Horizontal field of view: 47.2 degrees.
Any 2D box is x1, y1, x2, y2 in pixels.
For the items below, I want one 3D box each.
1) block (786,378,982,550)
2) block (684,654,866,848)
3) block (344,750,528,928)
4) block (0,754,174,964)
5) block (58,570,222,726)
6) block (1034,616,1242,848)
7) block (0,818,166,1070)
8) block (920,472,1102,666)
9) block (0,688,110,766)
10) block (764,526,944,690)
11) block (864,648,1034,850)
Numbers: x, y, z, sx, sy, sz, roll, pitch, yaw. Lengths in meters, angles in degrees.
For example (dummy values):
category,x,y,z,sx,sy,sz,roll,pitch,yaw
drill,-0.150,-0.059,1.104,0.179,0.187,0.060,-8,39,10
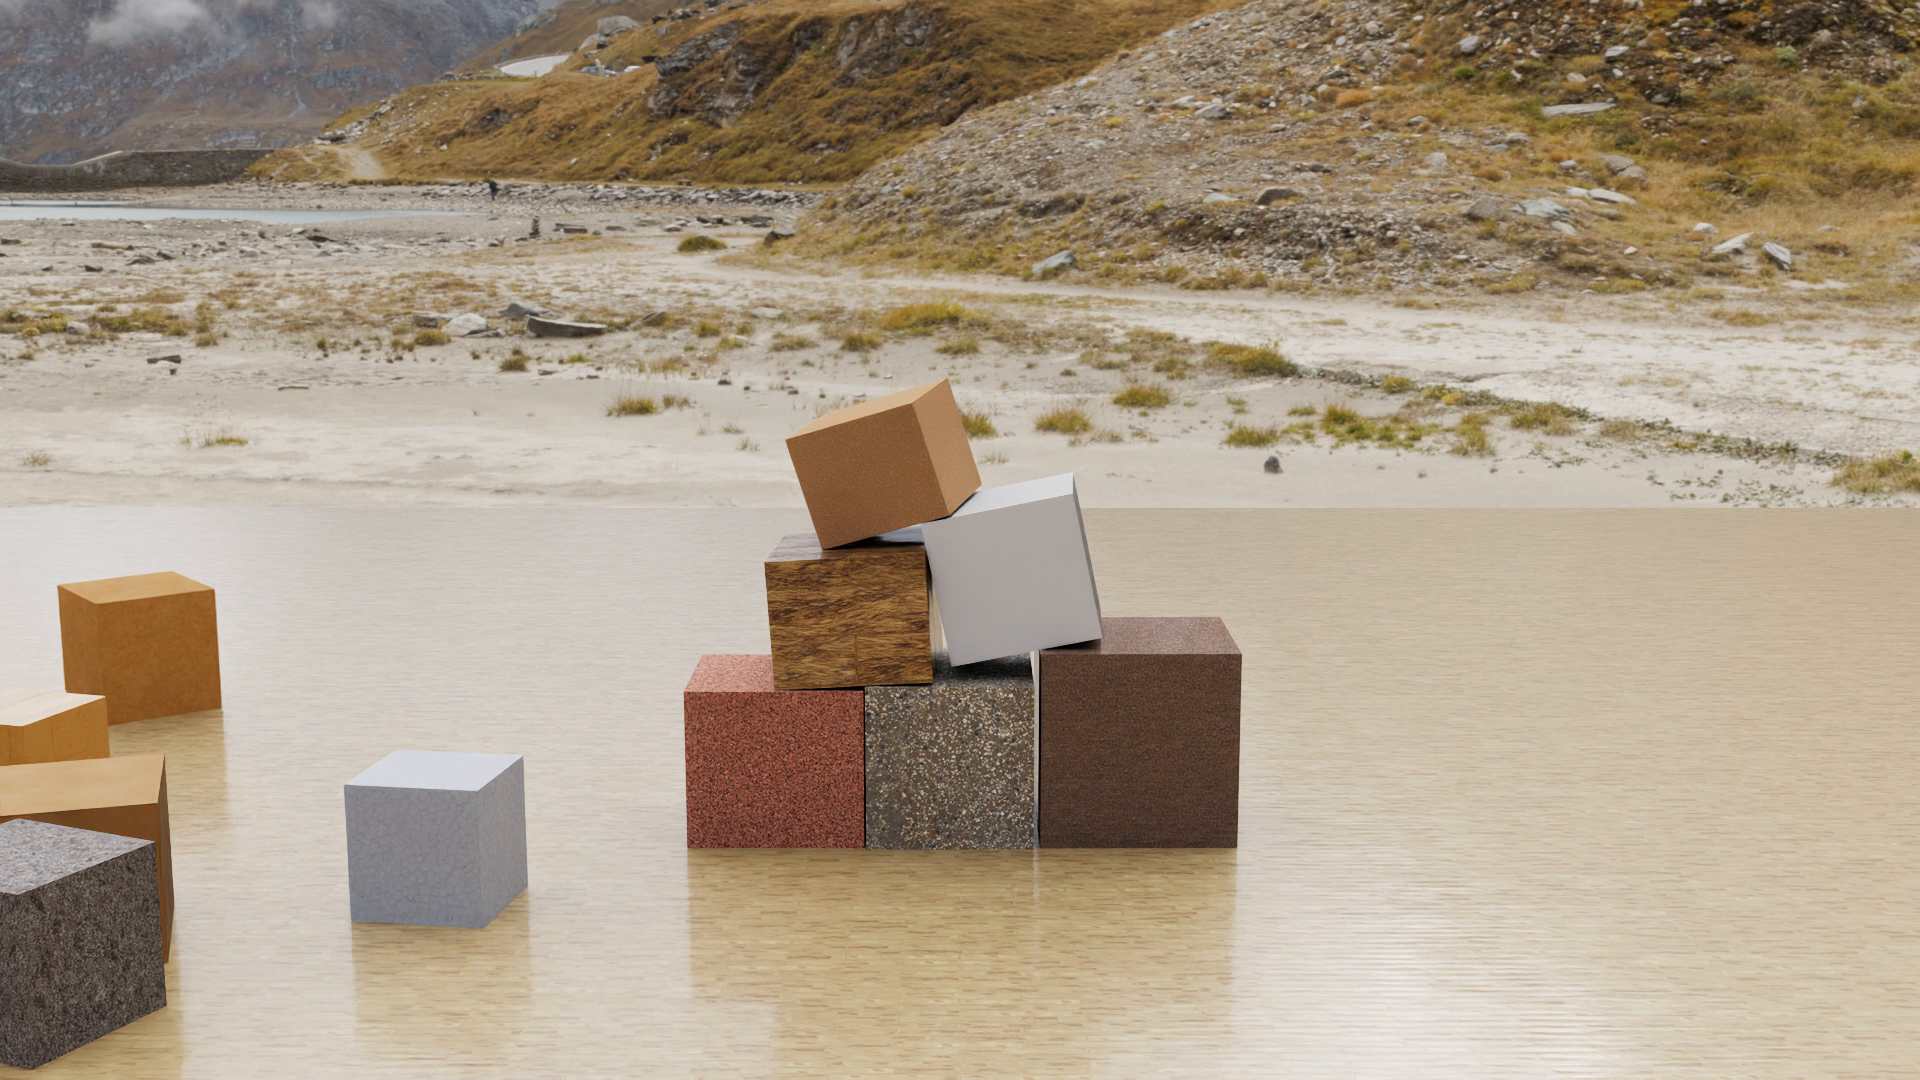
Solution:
category,x,y,z,sx,sy,sz,roll,pitch,yaw
block,-0.378,-0.395,11.214,0.695,0.587,0.693,-15,10,18
block,-0.925,1.078,11.374,0.890,0.809,0.808,0,10,0
block,-2.418,1.376,10.196,0.631,0.645,0.585,2,10,9
block,-3.927,1.428,9.702,0.803,0.719,0.804,-3,11,-17
block,-5.146,0.664,13.796,0.720,0.757,0.756,-8,13,-38
block,0.895,0.979,11.382,0.991,1.001,0.862,0,10,-1
block,-3.749,1.598,8.814,0.755,0.703,0.703,5,11,24
block,0.273,0.141,11.225,0.766,0.743,0.656,-11,10,5
block,-4.838,1.175,11.169,0.764,0.692,0.613,3,11,17
block,-0.527,0.335,11.247,0.792,0.649,0.806,-3,10,4
block,-0.051,1.064,11.376,0.839,0.836,0.862,0,10,0
